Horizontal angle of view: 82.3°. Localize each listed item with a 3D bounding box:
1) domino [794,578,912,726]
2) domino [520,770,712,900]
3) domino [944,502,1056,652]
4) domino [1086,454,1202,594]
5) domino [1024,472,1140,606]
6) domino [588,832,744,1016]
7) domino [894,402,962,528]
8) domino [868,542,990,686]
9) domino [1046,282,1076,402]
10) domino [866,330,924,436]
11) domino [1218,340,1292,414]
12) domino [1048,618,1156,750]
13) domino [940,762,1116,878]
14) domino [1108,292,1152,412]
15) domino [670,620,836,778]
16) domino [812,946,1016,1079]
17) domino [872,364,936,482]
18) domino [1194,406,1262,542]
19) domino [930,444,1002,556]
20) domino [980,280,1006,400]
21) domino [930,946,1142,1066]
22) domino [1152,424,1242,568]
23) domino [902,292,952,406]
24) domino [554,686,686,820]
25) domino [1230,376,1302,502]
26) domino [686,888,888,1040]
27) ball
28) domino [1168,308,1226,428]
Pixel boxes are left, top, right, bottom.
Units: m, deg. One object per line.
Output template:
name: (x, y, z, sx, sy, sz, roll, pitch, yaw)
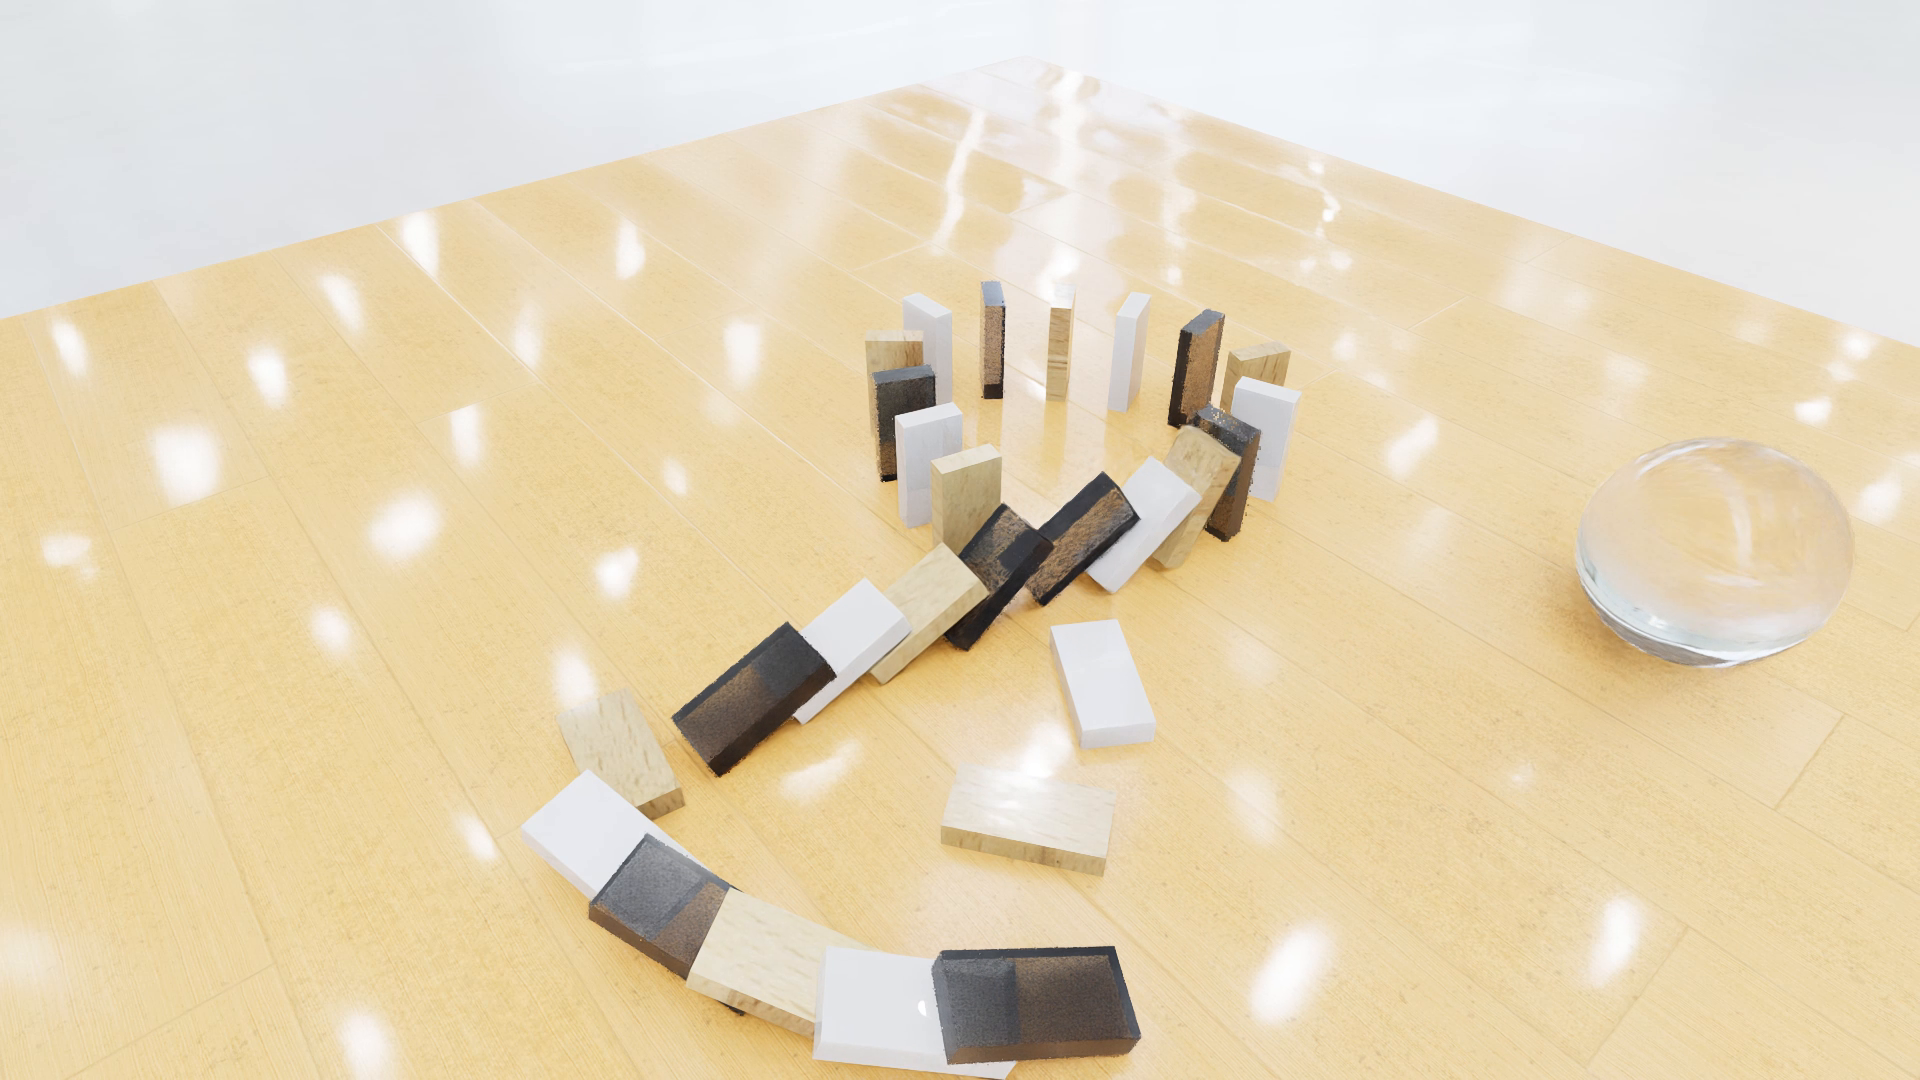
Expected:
domino: (-0.044, 0.038, 0.383, 0.050, 0.009, 0.025, -40, 51, -12)
domino: (-0.100, 0.092, 0.321, 0.050, 0.009, 0.025, 34, 48, 14)
domino: (0.009, 0.013, 0.403, 0.050, 0.009, 0.025, -50, 49, 6)
domino: (0.067, -0.006, 0.427, 0.050, 0.009, 0.025, -48, 48, 7)
domino: (0.042, 0.000, 0.413, 0.050, 0.025, 0.010, -42, 48, 1)
domino: (-0.074, 0.105, 0.303, 0.050, 0.010, 0.025, 29, 45, 7)
domino: (-0.012, -0.030, 0.448, 0.025, 0.050, 0.010, -16, 42, -19)
domino: (-0.017, 0.026, 0.395, 0.050, 0.009, 0.025, -40, 49, -5)
domino: (0.048, -0.094, 0.527, 0.010, 0.050, 0.025, 6, 40, 8)
domino: (-0.029, -0.070, 0.497, 0.025, 0.050, 0.009, 1, 39, 1)
domino: (0.129, -0.062, 0.487, 0.025, 0.050, 0.009, -14, 41, -16)
domino: (0.049, 0.049, 0.383, 0.025, 0.010, 0.050, -5, 40, -7)
domino: (0.021, 0.086, 0.339, 0.050, 0.010, 0.025, 9, 40, 10)
domino: (0.080, -0.088, 0.519, 0.009, 0.050, 0.025, 15, 42, 17)
domino: (-0.069, 0.052, 0.367, 0.050, 0.010, 0.025, -40, 52, -15)
domino: (-0.012, 0.122, 0.283, 0.050, 0.009, 0.025, 12, 39, -12)
domino: (-0.023, -0.049, 0.472, 0.025, 0.050, 0.010, -10, 40, -12)
domino: (0.104, -0.026, 0.443, 0.009, 0.050, 0.025, -28, 47, -31)
domino: (0.002, -0.011, 0.425, 0.025, 0.050, 0.010, -18, 43, -21)
domino: (0.015, -0.096, 0.528, 0.009, 0.050, 0.025, -3, 39, -3)
domino: (0.019, 0.120, 0.285, 0.050, 0.010, 0.025, 6, 40, -19)
domino: (0.087, -0.017, 0.433, 0.009, 0.050, 0.025, 4, 31, -39)
domino: (-0.015, -0.088, 0.519, 0.009, 0.050, 0.025, -27, 47, -29)
domino: (-0.111, 0.071, 0.356, 0.025, 0.010, 0.050, -22, 44, -24)
domino: (0.125, -0.042, 0.463, 0.025, 0.050, 0.010, 21, 44, 23)
domino: (-0.044, 0.115, 0.292, 0.050, 0.010, 0.025, 23, 42, -1)
ball: (0.260, 0.004, 0.382, 0.080, 0.080, 0.080, 0, 39, 0)
domino: (0.109, -0.078, 0.507, 0.010, 0.050, 0.025, 26, 46, 28)
